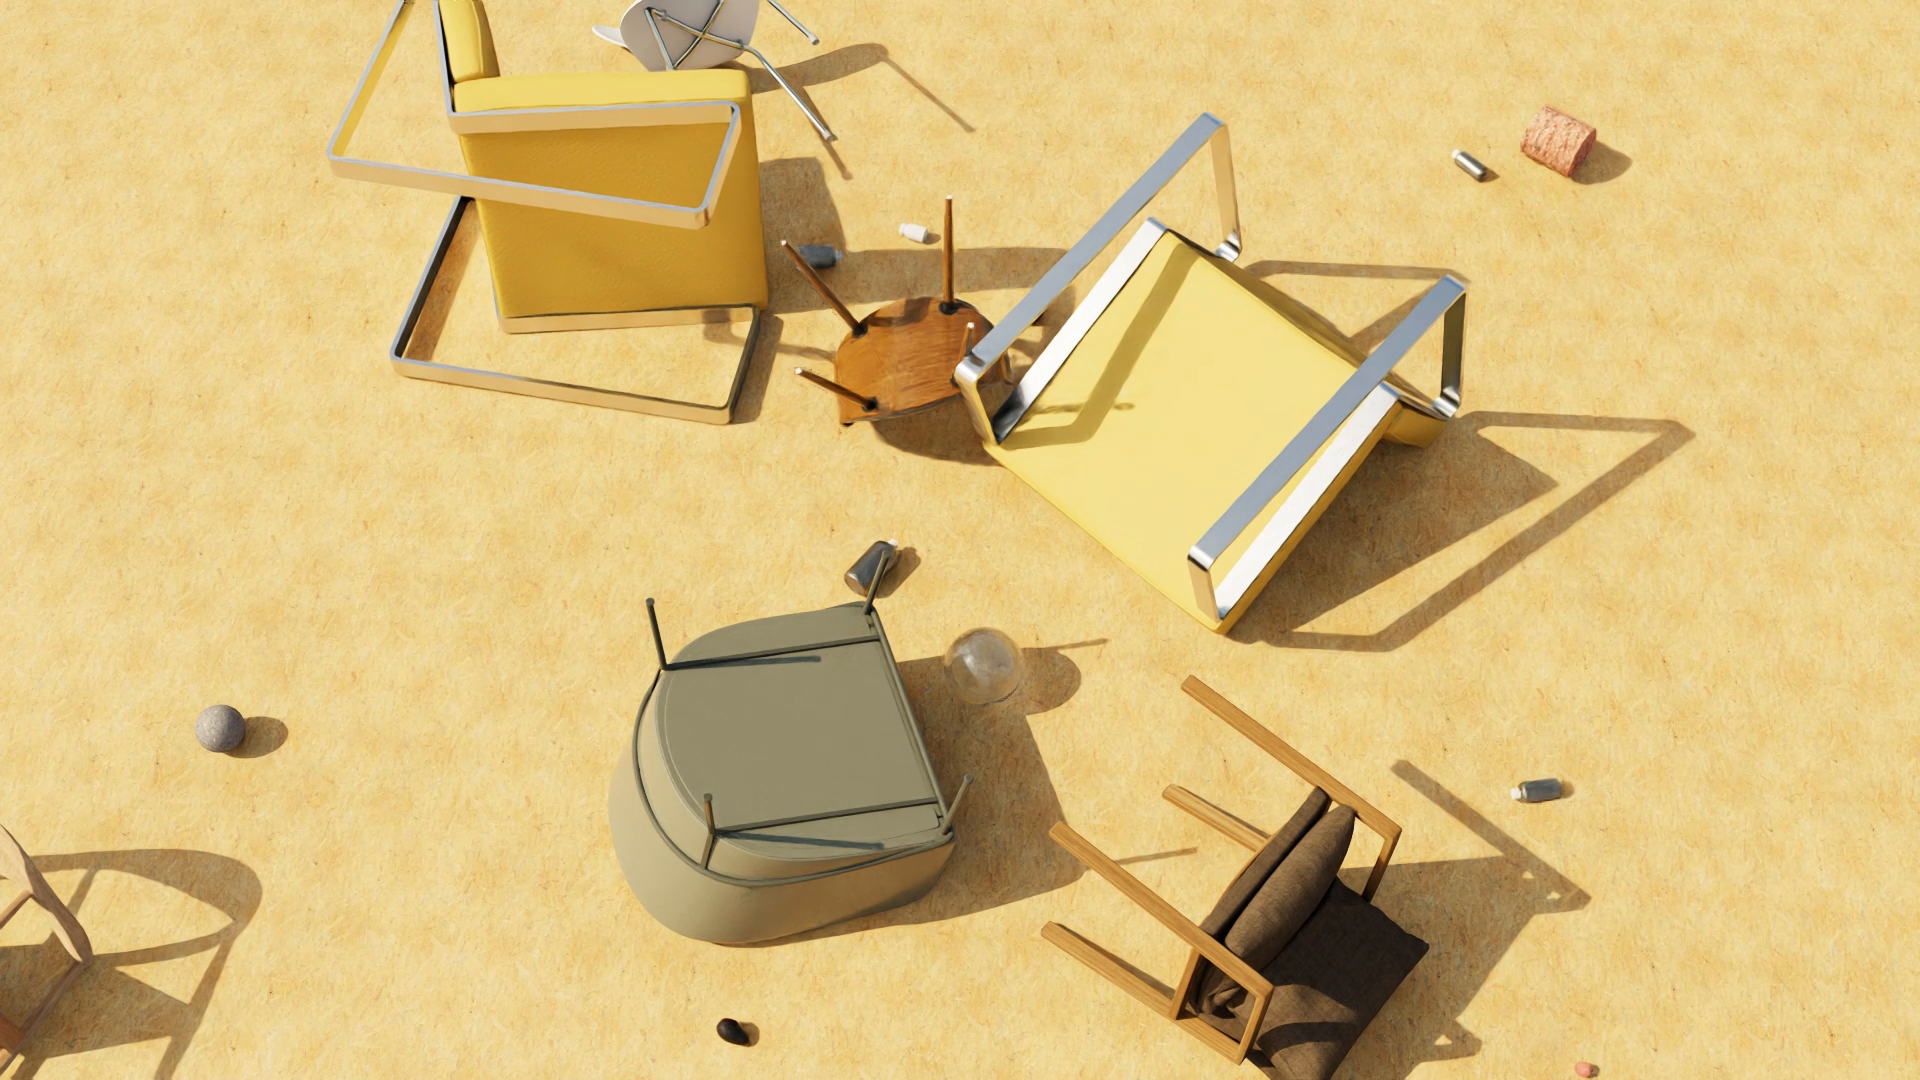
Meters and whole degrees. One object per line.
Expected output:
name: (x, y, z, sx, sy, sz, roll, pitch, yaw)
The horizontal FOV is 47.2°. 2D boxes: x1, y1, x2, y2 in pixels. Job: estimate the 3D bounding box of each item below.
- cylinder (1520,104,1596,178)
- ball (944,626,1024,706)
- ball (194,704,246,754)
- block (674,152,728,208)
cylinder: (2.002, -1.335, 7.361, 0.185, 0.181, 0.172, 34, 68, 20)
ball: (0.068, 0.355, 6.200, 0.224, 0.224, 0.224, 0, 56, 0)
ball: (-2.065, 0.526, 6.139, 0.136, 0.136, 0.136, 0, 56, 0)
block: (-0.859, -1.195, 7.315, 0.126, 0.070, 0.124, 31, 60, 2)
